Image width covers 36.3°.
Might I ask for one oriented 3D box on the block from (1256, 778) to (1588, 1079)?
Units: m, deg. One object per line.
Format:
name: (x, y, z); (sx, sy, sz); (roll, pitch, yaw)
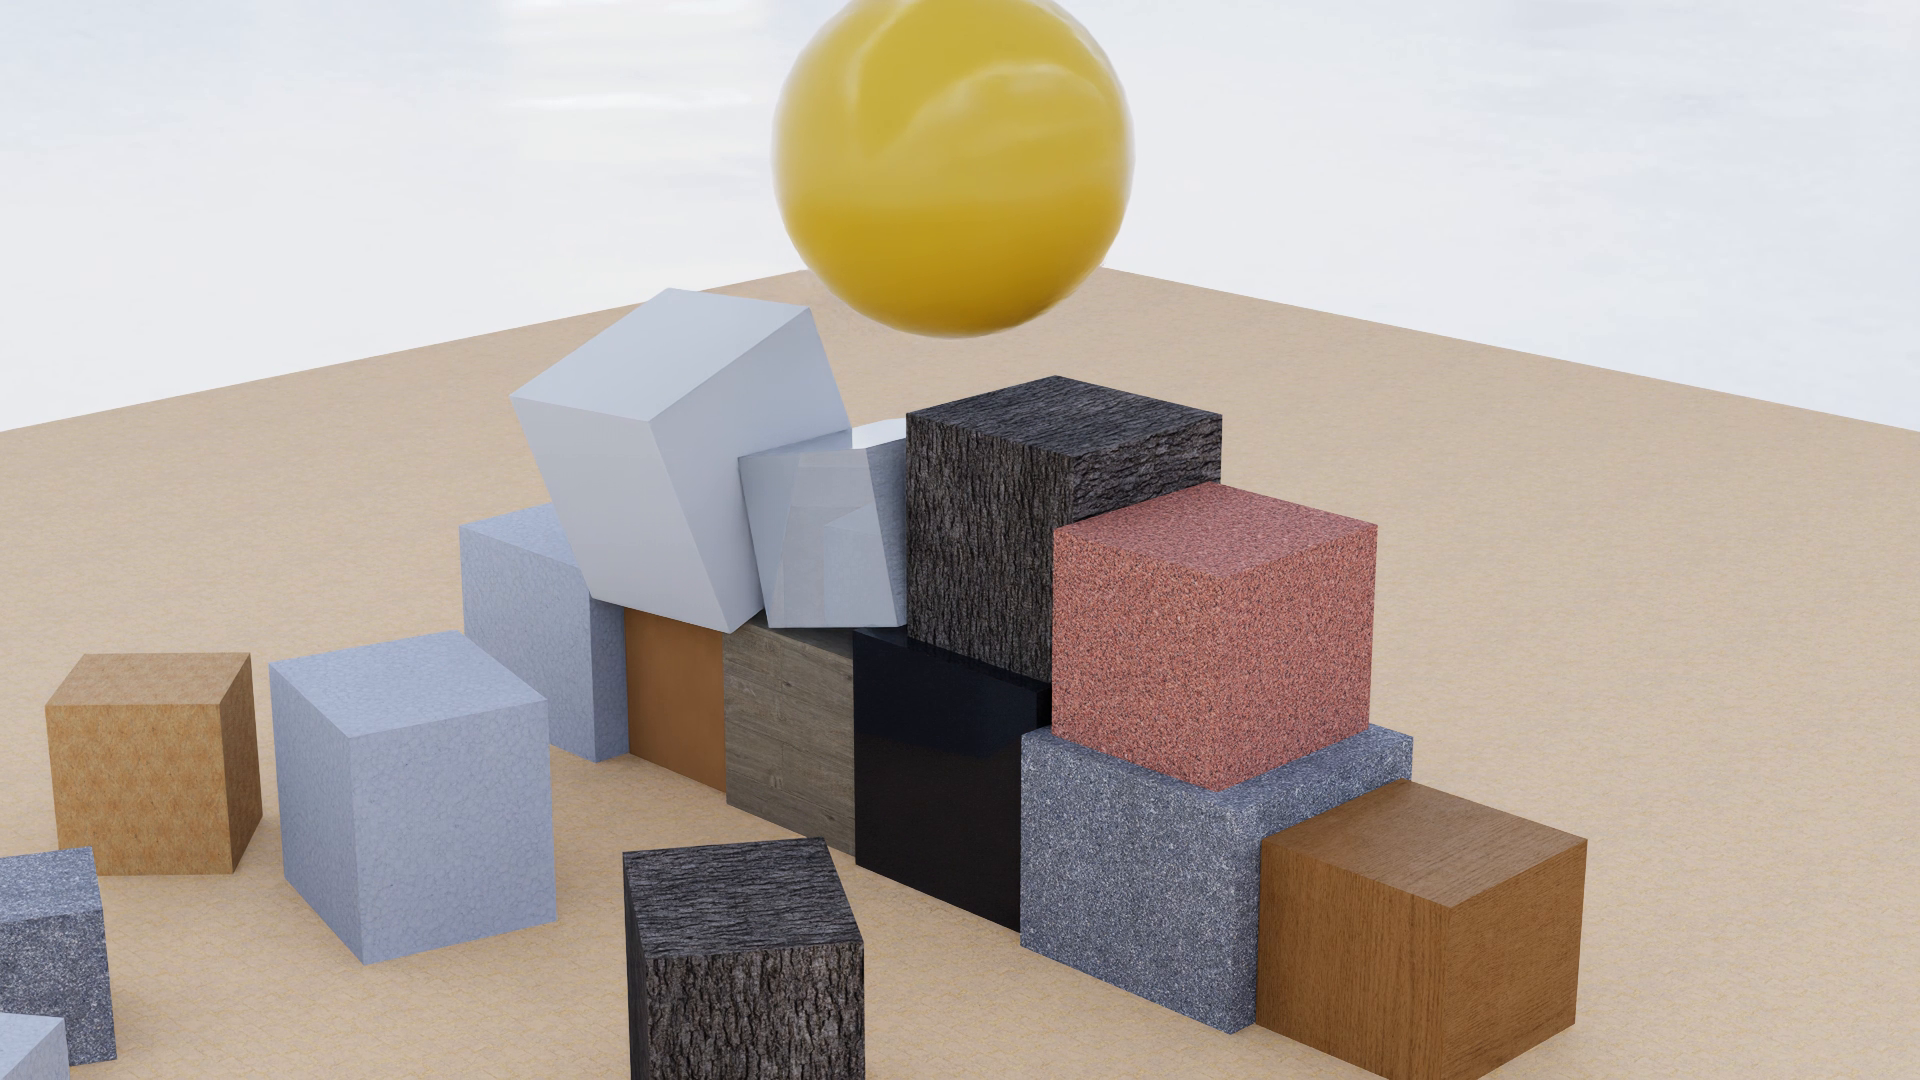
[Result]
block: (1.868, 1.594, 11.906); (0.929, 0.820, 0.925); (-17, 24, -42)

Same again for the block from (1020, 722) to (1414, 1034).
block: (1.092, 1.298, 12.578); (1.160, 0.981, 1.188); (-17, 24, -42)

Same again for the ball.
ball: (-0.032, -1.676, 12.782); (1.600, 1.600, 1.600); (0, 17, 0)

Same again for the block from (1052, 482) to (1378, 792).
block: (1.066, 0.381, 12.339); (0.915, 0.913, 1.001); (17, 24, 42)

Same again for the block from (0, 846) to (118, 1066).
block: (-3.797, 1.706, 11.824); (0.669, 0.656, 0.661); (-6, 18, -19)

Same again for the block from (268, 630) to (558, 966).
block: (-2.439, 1.117, 13.047); (0.892, 1.045, 1.071); (-10, 20, -29)

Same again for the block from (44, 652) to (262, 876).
block: (-3.738, 1.036, 13.656); (0.781, 0.835, 0.694); (0, 17, -2)

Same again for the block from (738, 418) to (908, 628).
block: (-0.322, -0.099, 13.689); (0.949, 0.814, 0.901); (-17, 10, -42)

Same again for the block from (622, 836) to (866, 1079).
block: (-0.819, 1.787, 11.012); (0.780, 0.987, 0.970); (-3, 18, -11)

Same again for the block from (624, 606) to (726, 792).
block: (-1.111, 0.646, 14.728); (0.764, 0.936, 0.847); (-17, 24, -42)

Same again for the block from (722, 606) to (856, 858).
block: (-0.472, 0.820, 14.109); (0.948, 0.975, 0.926); (17, 24, 42)

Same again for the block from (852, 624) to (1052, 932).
block: (0.332, 0.951, 13.403); (1.144, 1.148, 1.163); (17, 24, 42)

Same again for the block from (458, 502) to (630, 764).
block: (-1.822, 0.407, 15.351); (1.115, 1.018, 1.077); (-17, 24, -42)

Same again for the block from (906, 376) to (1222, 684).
block: (0.455, -0.059, 12.980); (0.998, 1.033, 0.961); (17, 24, 42)

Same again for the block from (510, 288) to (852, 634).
block: (-1.265, -0.407, 14.164); (1.050, 1.165, 1.076); (12, 40, 44)

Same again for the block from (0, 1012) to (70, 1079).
block: (-3.681, 2.164, 10.165); (0.888, 0.775, 0.853); (3, 18, 9)
